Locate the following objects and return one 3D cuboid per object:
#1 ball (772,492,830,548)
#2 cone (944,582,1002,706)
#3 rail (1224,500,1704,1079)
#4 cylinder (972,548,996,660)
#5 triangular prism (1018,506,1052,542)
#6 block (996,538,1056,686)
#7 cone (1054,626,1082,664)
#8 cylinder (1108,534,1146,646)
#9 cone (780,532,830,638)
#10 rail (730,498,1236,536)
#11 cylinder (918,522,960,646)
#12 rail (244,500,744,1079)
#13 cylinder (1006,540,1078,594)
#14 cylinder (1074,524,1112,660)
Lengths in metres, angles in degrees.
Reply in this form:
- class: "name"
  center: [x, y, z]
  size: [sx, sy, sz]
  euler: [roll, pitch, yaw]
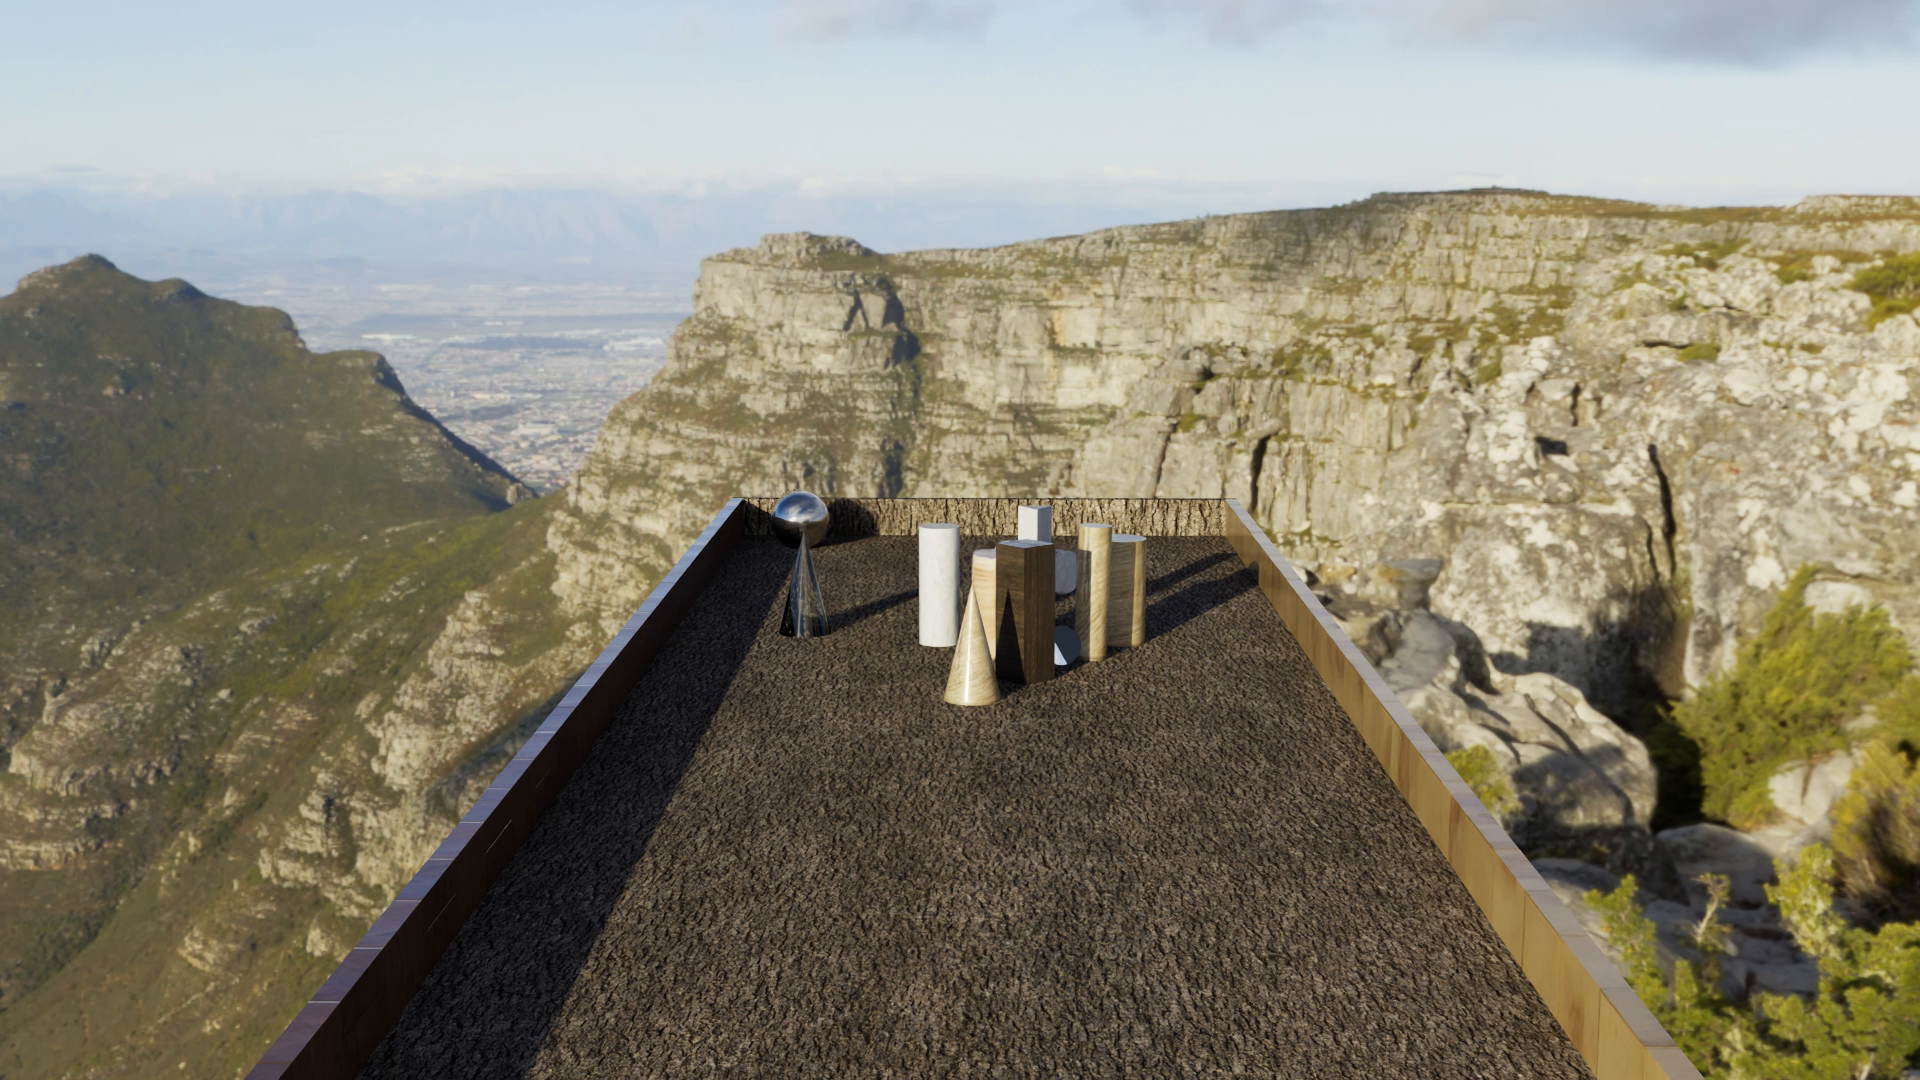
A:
- class: "ball"
  center: [-0.635, -0.080, 8.785]
  size: [0.228, 0.228, 0.228]
  euler: [0, 9, 0]
- class: "cone"
  center: [0.035, 0.280, 6.165]
  size: [0.165, 0.337, 0.165]
  euler: [0, 9, 0]
- class: "rail"
  center: [1.046, 0.843, 3.208]
  size: [0.050, 0.150, 12.000]
  euler: [0, 9, 1]
- class: "cylinder"
  center: [0.105, 0.197, 6.729]
  size: [0.145, 0.316, 0.145]
  euler: [2, 12, -1]
- class: "triangular prism"
  center: [0.249, 0.110, 6.931]
  size: [0.089, 0.434, 0.103]
  euler: [-5, 10, -31]
- class: "block"
  center: [0.190, 0.208, 6.411]
  size: [0.123, 0.402, 0.123]
  euler: [-8, 12, -40]
- class: "cone"
  center: [0.298, 0.319, 6.809]
  size: [0.117, 0.117, 0.357]
  euler: [0, 0, -3]
- class: "cylinder"
  center: [0.507, 0.158, 6.950]
  size: [0.161, 0.332, 0.161]
  euler: [0, 9, 0]
- class: "cone"
  center: [-0.502, 0.131, 7.093]
  size: [0.168, 0.342, 0.168]
  euler: [0, 9, 0]
- class: "rail"
  center: [0.099, -0.098, 9.147]
  size: [2.100, 0.150, 0.050]
  euler: [0, 9, 1]
- class: "cylinder"
  center: [-0.065, 0.140, 6.933]
  size: [0.130, 0.373, 0.130]
  euler: [0, 9, 0]
- class: "rail"
  center: [-1.004, 0.839, 3.234]
  size: [0.050, 0.150, 12.000]
  euler: [0, 9, 1]
- class: "cylinder"
  center: [0.279, 0.096, 7.910]
  size: [0.154, 0.154, 0.332]
  euler: [-7, 11, -36]
- class: "cylinder"
  center: [0.405, 0.158, 6.700]
  size: [0.102, 0.408, 0.102]
  euler: [2, 8, 0]
